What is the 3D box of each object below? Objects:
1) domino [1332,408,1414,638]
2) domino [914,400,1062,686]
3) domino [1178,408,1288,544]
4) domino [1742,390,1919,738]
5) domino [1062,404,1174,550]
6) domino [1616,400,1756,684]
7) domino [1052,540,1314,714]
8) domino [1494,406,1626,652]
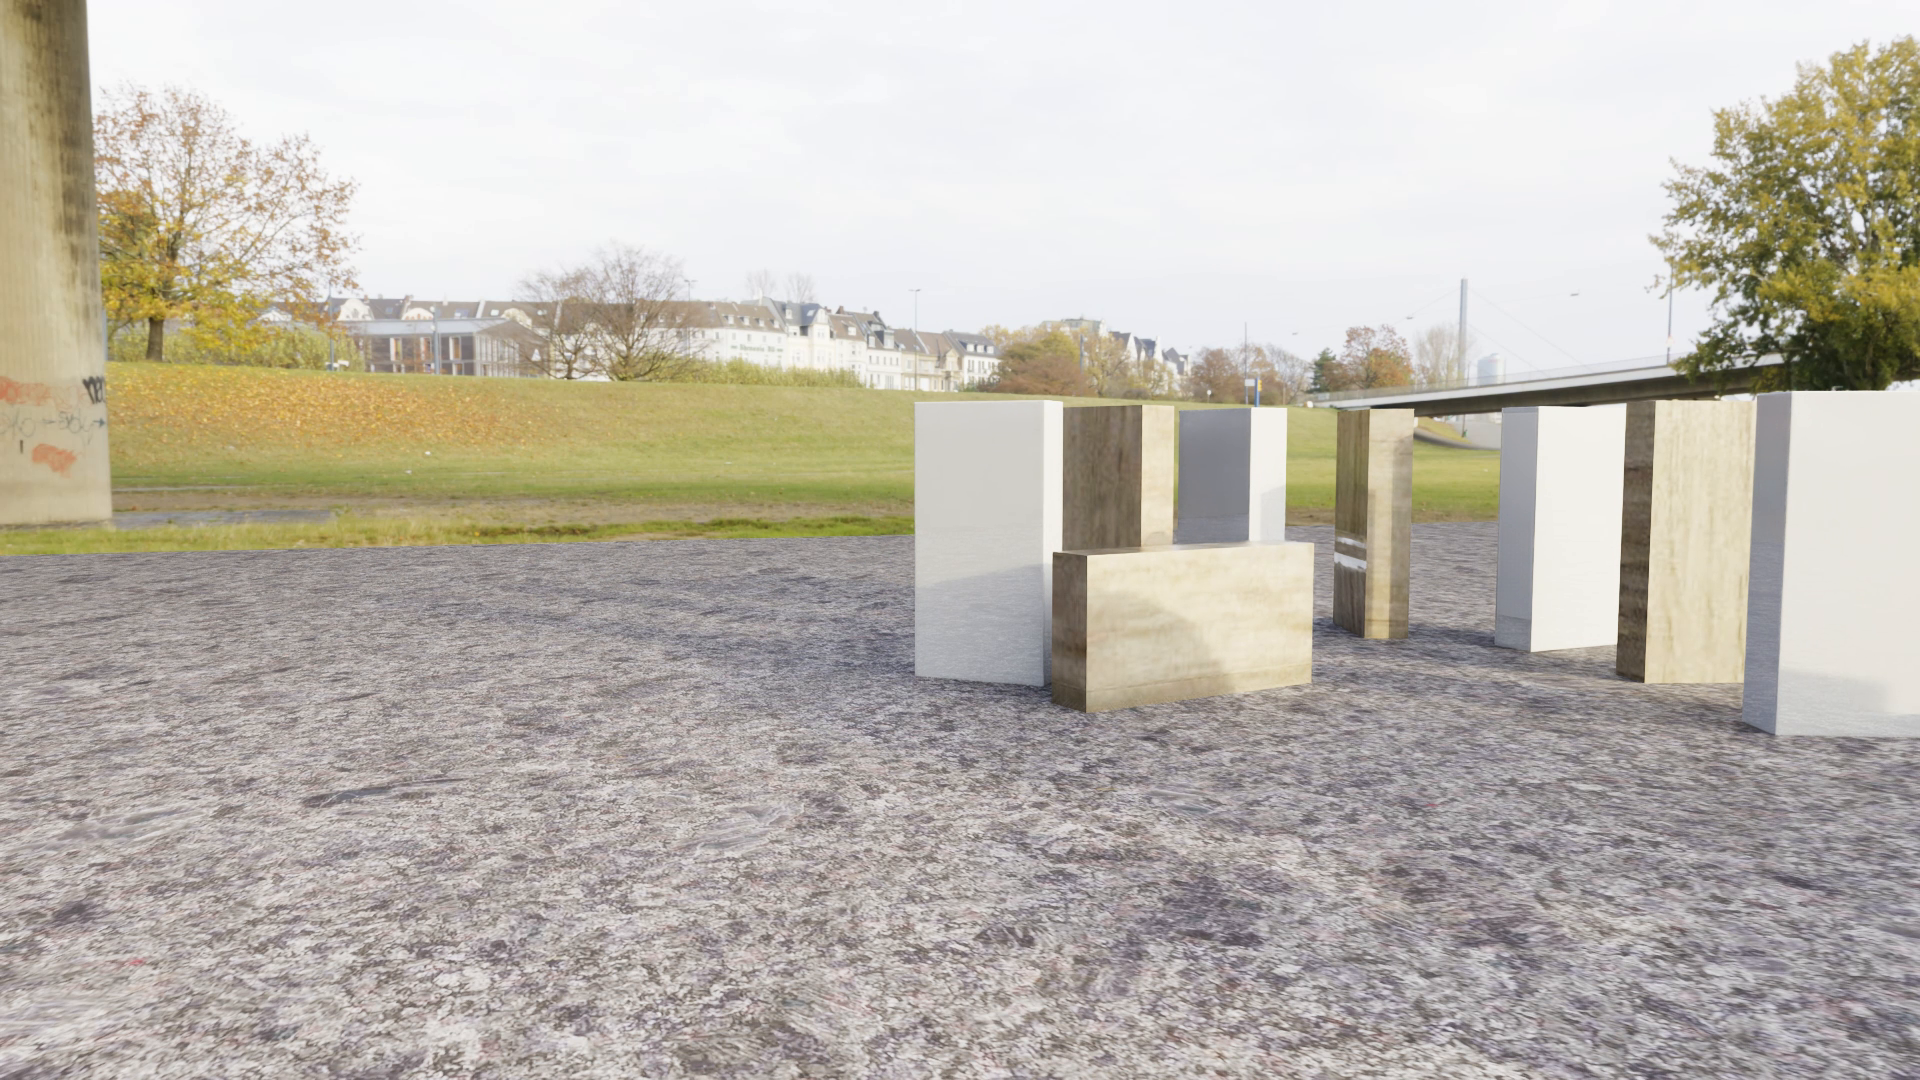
[{"bbox_3d":[0.093,-0.004,0.291,0.010,0.050,0.025,0,4,1],"label":"domino"},{"bbox_3d":[0.005,0.000,0.233,0.025,0.050,0.009,2,5,23],"label":"domino"},{"bbox_3d":[0.059,-0.004,0.282,0.009,0.050,0.025,-2,5,-27],"label":"domino"},{"bbox_3d":[0.132,0.003,0.189,0.025,0.050,0.010,0,4,5],"label":"domino"},{"bbox_3d":[0.031,-0.002,0.263,0.009,0.050,0.025,-4,6,-41],"label":"domino"},{"bbox_3d":[0.134,0.000,0.232,0.025,0.050,0.009,0,4,-2],"label":"domino"},{"bbox_3d":[0.039,0.014,0.219,0.050,0.025,0.010,-3,5,-31],"label":"domino"},{"bbox_3d":[0.126,-0.003,0.270,0.025,0.050,0.010,-2,5,-24],"label":"domino"}]
